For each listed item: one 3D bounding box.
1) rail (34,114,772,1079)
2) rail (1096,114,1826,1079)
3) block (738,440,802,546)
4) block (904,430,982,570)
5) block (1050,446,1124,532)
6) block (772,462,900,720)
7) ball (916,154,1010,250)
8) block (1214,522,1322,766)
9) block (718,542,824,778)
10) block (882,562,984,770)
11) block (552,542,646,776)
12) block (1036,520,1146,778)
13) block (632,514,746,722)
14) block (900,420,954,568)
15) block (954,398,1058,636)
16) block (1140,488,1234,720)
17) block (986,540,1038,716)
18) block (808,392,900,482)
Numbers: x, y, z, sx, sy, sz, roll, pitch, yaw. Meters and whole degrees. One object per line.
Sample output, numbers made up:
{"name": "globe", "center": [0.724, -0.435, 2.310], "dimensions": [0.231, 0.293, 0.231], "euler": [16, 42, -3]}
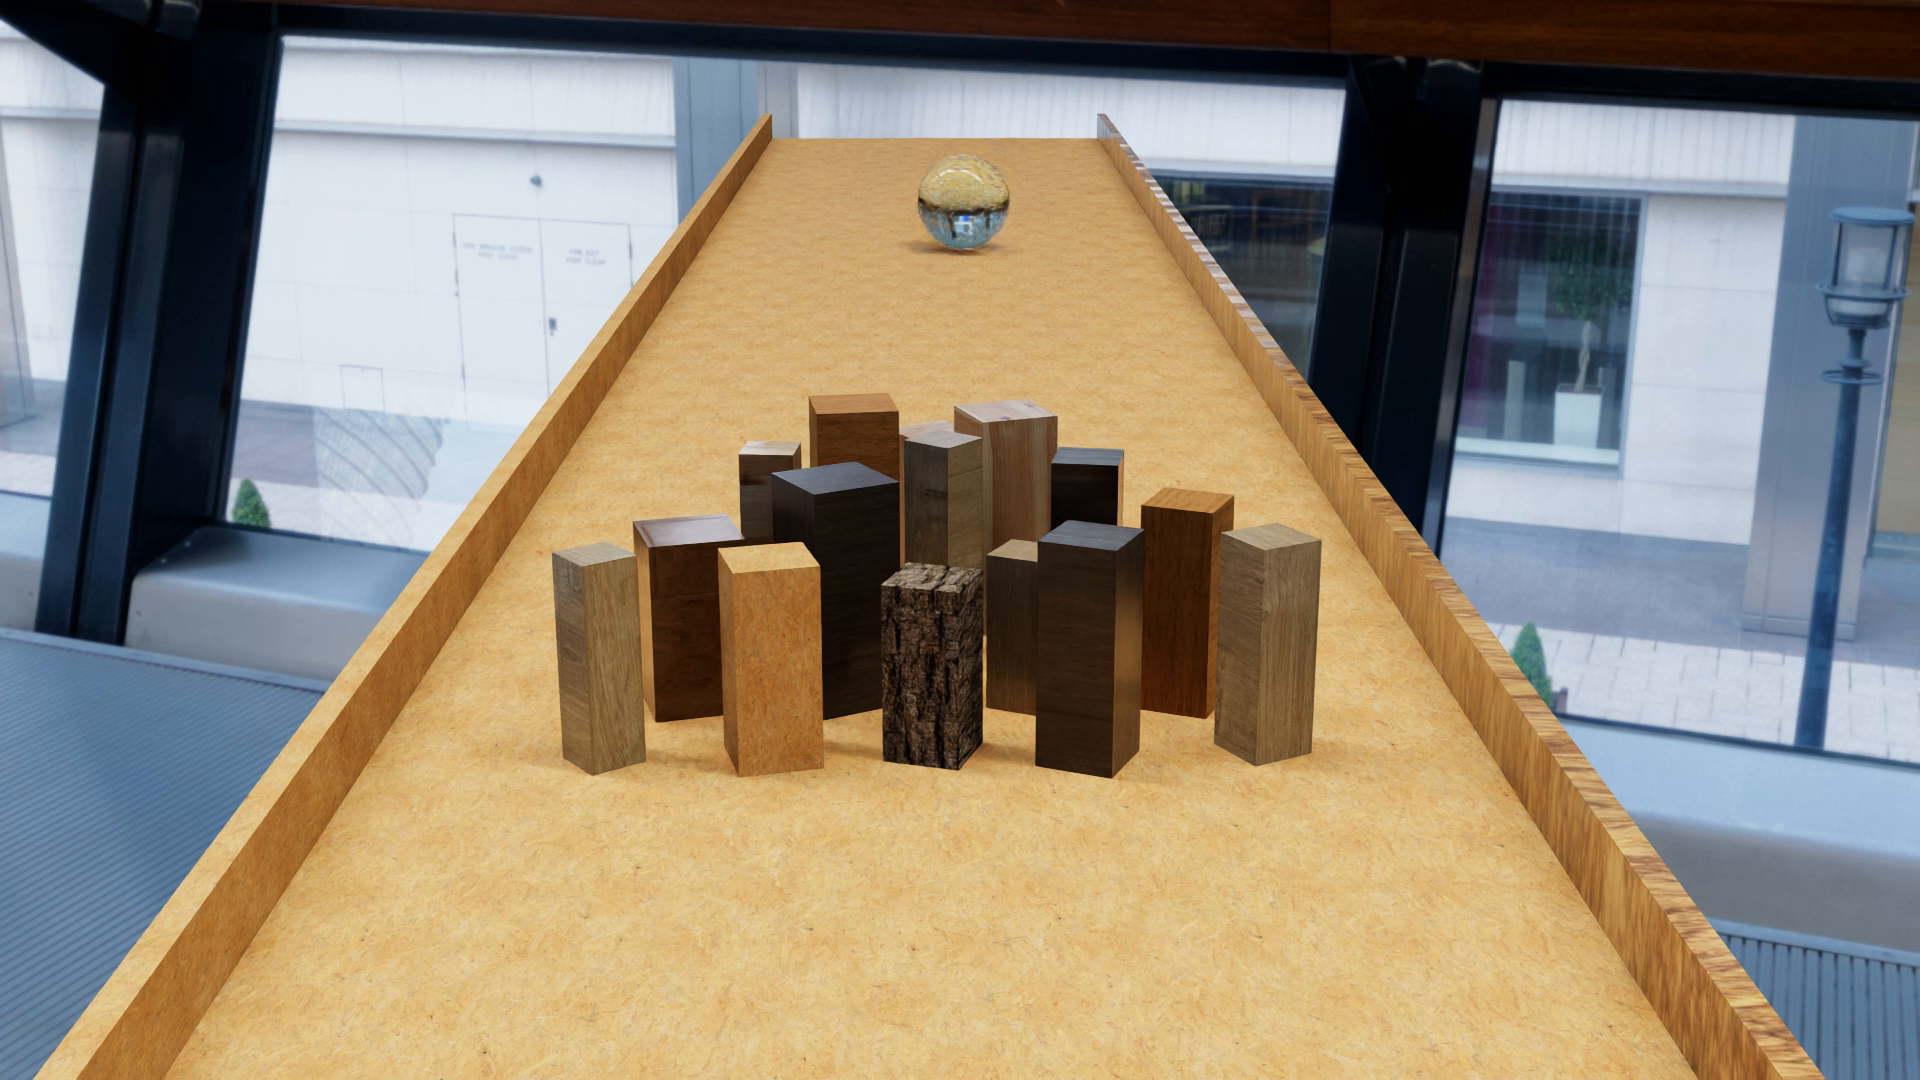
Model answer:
{"name": "rail", "center": [-1.118, -0.838, 7.780], "dimensions": [0.050, 0.150, 12.000], "euler": [0, 17, -1]}
{"name": "rail", "center": [0.932, -0.844, 7.801], "dimensions": [0.050, 0.150, 12.000], "euler": [0, 17, -1]}
{"name": "block", "center": [-0.371, 0.030, 4.355], "dimensions": [0.106, 0.439, 0.106], "euler": [1, 17, 4]}
{"name": "block", "center": [-0.032, 0.017, 4.381], "dimensions": [0.110, 0.450, 0.110], "euler": [13, 21, 37]}
{"name": "block", "center": [0.253, 0.033, 4.390], "dimensions": [0.131, 0.414, 0.131], "euler": [3, 17, 9]}
{"name": "block", "center": [-0.232, 0.094, 4.143], "dimensions": [0.176, 0.438, 0.176], "euler": [-9, 19, -29]}
{"name": "ball", "center": [0.015, -1.441, 9.371], "dimensions": [0.399, 0.399, 0.399], "euler": [0, 17, 0]}
{"name": "block", "center": [0.545, 0.184, 3.906], "dimensions": [0.125, 0.399, 0.125], "euler": [-9, 19, -29]}
{"name": "block", "center": [-0.333, 0.209, 3.870], "dimensions": [0.151, 0.373, 0.151], "euler": [-5, 17, -15]}
{"name": "block", "center": [-0.048, 0.223, 3.902], "dimensions": [0.142, 0.328, 0.142], "euler": [5, 17, 17]}
{"name": "block", "center": [-0.633, 0.207, 3.859], "dimensions": [0.108, 0.383, 0.108], "euler": [-12, 21, -36]}
{"name": "block", "center": [0.228, 0.190, 3.860], "dimensions": [0.144, 0.415, 0.144], "euler": [7, 18, 23]}
{"name": "block", "center": [-0.506, 0.144, 4.144], "dimensions": [0.180, 0.341, 0.180], "euler": [-5, 17, -16]}
{"name": "block", "center": [-0.060, -0.077, 4.891], "dimensions": [0.152, 0.340, 0.152], "euler": [-11, 20, -32]}
{"name": "block", "center": [0.094, -0.050, 4.599], "dimensions": [0.164, 0.454, 0.164], "euler": [-6, 18, -20]}
{"name": "block", "center": [0.423, 0.117, 4.131], "dimensions": [0.137, 0.400, 0.137], "euler": [7, 18, 23]}
{"name": "block", "center": [0.126, 0.165, 4.143], "dimensions": [0.114, 0.302, 0.114], "euler": [8, 18, 24]}
{"name": "block", "center": [-0.222, -0.064, 4.634], "dimensions": [0.170, 0.460, 0.170], "euler": [-3, 17, -9]}
